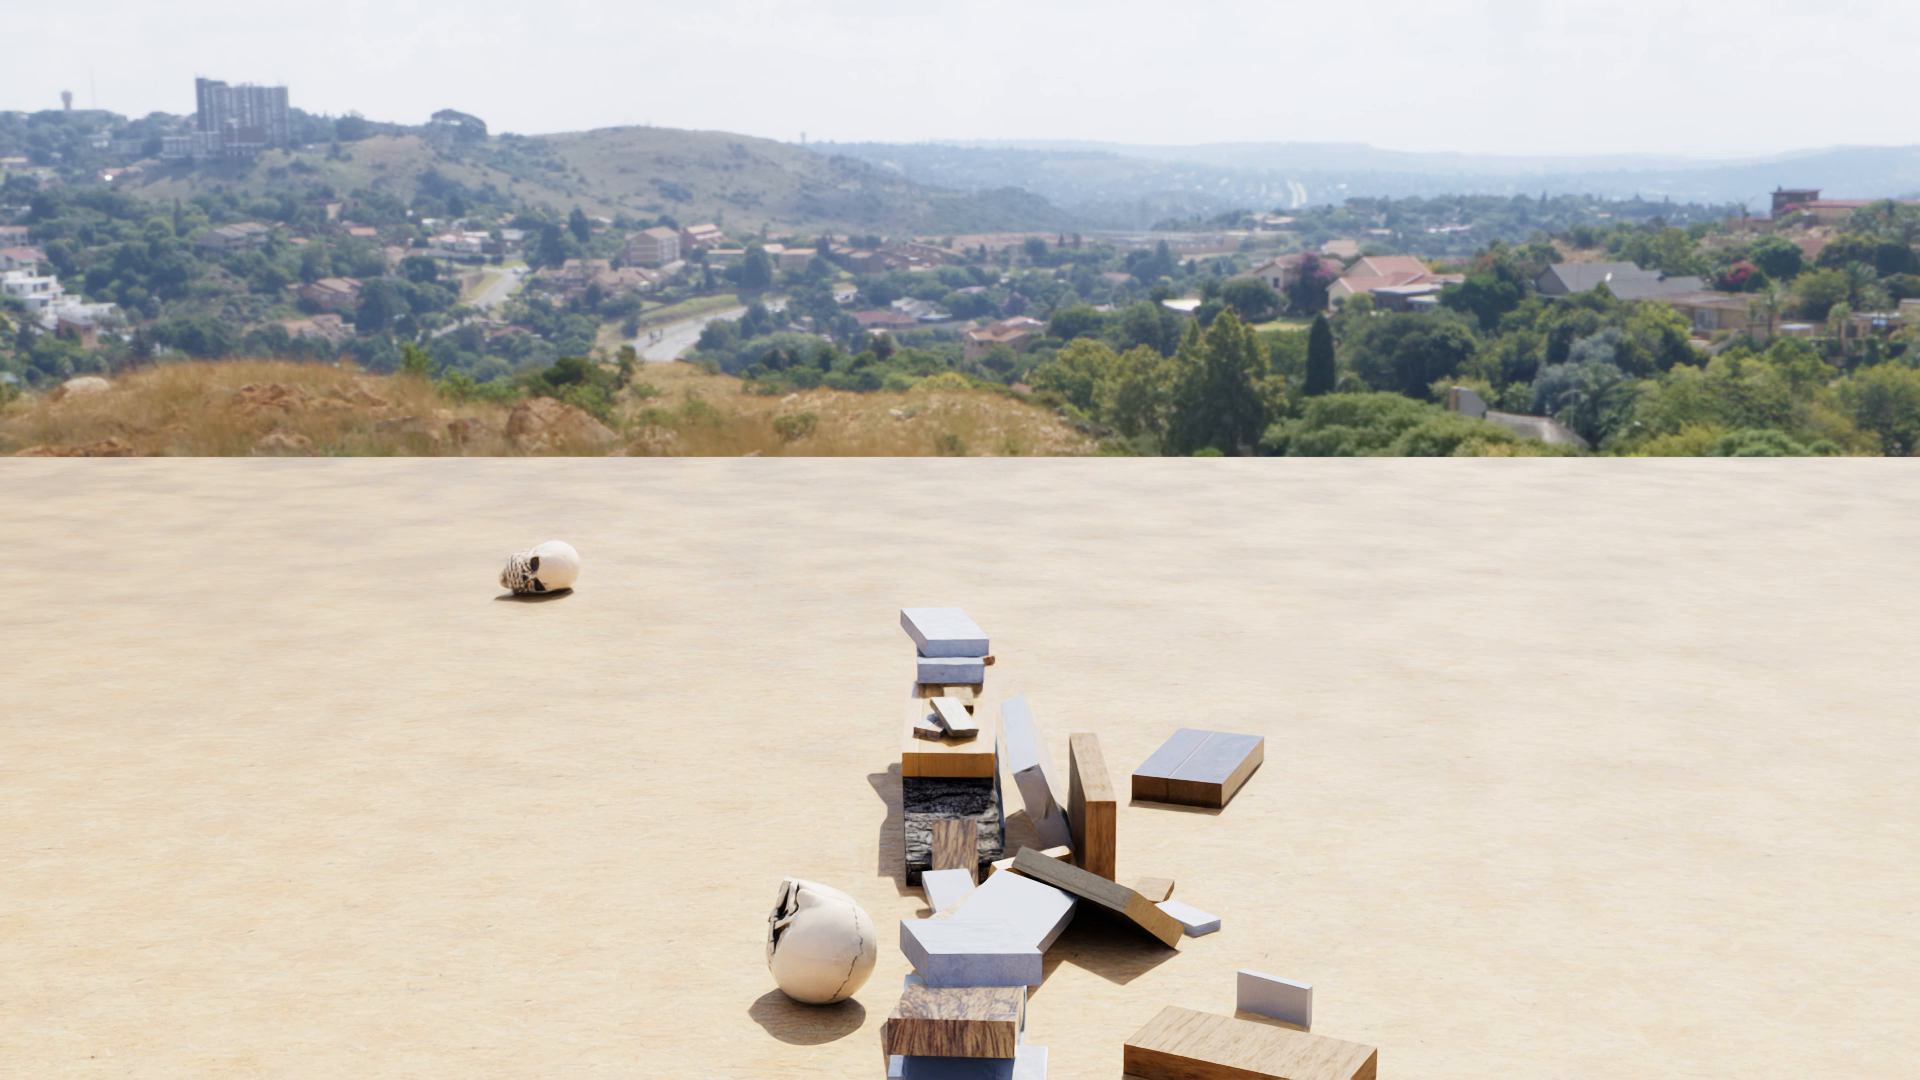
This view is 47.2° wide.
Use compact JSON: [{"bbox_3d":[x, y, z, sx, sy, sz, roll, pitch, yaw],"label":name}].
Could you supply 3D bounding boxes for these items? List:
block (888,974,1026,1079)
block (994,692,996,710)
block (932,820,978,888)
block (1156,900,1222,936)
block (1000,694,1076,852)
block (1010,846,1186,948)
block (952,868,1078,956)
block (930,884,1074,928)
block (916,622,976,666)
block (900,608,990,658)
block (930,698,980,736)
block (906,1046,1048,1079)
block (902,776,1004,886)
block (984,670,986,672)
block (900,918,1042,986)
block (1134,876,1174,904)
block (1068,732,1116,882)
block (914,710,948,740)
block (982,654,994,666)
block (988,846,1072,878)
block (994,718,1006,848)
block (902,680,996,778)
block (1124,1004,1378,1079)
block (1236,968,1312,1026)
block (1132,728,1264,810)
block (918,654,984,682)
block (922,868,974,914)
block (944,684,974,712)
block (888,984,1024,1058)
[{"bbox_3d":[0.001,0.660,2.899,0.169,0.048,0.338,0,11,2],"label":"block"},{"bbox_3d":[0.010,0.344,4.742,0.126,0.036,0.251,0,-2,-1],"label":"block"},{"bbox_3d":[-0.009,0.535,3.677,0.076,0.022,0.152,0,45,-2],"label":"block"},{"bbox_3d":[0.360,0.607,3.536,0.057,0.016,0.113,-8,13,-36],"label":"block"},{"bbox_3d":[0.138,0.423,3.978,0.050,0.176,0.352,-22,16,4],"label":"block"},{"bbox_3d":[0.217,0.565,3.490,0.136,0.039,0.273,39,-16,-36],"label":"block"},{"bbox_3d":[0.072,0.586,3.349,0.136,0.039,0.273,18,17,16],"label":"block"},{"bbox_3d":[0.060,0.598,3.435,0.136,0.039,0.273,20,18,25],"label":"block"},{"bbox_3d":[-0.021,0.293,4.363,0.125,0.035,0.467,0,27,-2],"label":"block"},{"bbox_3d":[-0.033,0.184,4.418,0.125,0.035,0.250,0,13,-14],"label":"block"},{"bbox_3d":[-0.011,0.318,3.963,0.053,0.015,0.105,2,28,-27],"label":"block"},{"bbox_3d":[0.011,0.711,2.570,0.169,0.048,0.338,1,24,4],"label":"block"},{"bbox_3d":[-0.016,0.485,3.841,0.164,0.046,0.328,-1,28,-3],"label":"block"},{"bbox_3d":[0.010,0.311,5.045,0.071,0.020,0.142,2,0,10],"label":"block"},{"bbox_3d":[0.011,0.571,3.060,0.152,0.043,0.304,1,-1,-9],"label":"block"},{"bbox_3d":[0.318,0.586,3.647,0.057,0.016,0.113,3,11,15],"label":"block"},{"bbox_3d":[0.227,0.474,3.809,0.050,0.176,0.415,0,11,-1],"label":"block"},{"bbox_3d":[-0.038,0.330,3.976,0.053,0.015,0.105,9,21,23],"label":"block"},{"bbox_3d":[0.009,0.291,5.225,0.071,0.020,0.142,9,14,41],"label":"block"},{"bbox_3d":[0.112,0.556,3.635,0.152,0.076,0.022,-7,32,-34],"label":"block"},{"bbox_3d":[-0.010,0.437,4.025,0.164,0.046,0.328,-1,34,-3],"label":"block"},{"bbox_3d":[-0.018,0.343,4.031,0.164,0.046,0.328,1,19,1],"label":"block"},{"bbox_3d":[0.390,0.700,2.958,0.304,0.043,0.152,6,12,28],"label":"block"},{"bbox_3d":[0.451,0.656,3.157,0.113,0.057,0.016,8,13,36],"label":"block"},{"bbox_3d":[0.470,0.445,4.313,0.176,0.050,0.352,4,11,20],"label":"block"},{"bbox_3d":[-0.020,0.247,4.260,0.125,0.035,0.250,0,2,-1],"label":"block"},{"bbox_3d":[-0.010,0.583,3.556,0.076,0.022,0.152,-2,24,-12],"label":"block"},{"bbox_3d":[-0.003,0.293,4.082,0.053,0.015,0.105,0,19,-2],"label":"block"},{"bbox_3d":[-0.001,0.602,2.763,0.152,0.043,0.304,1,-4,4],"label":"block"}]
